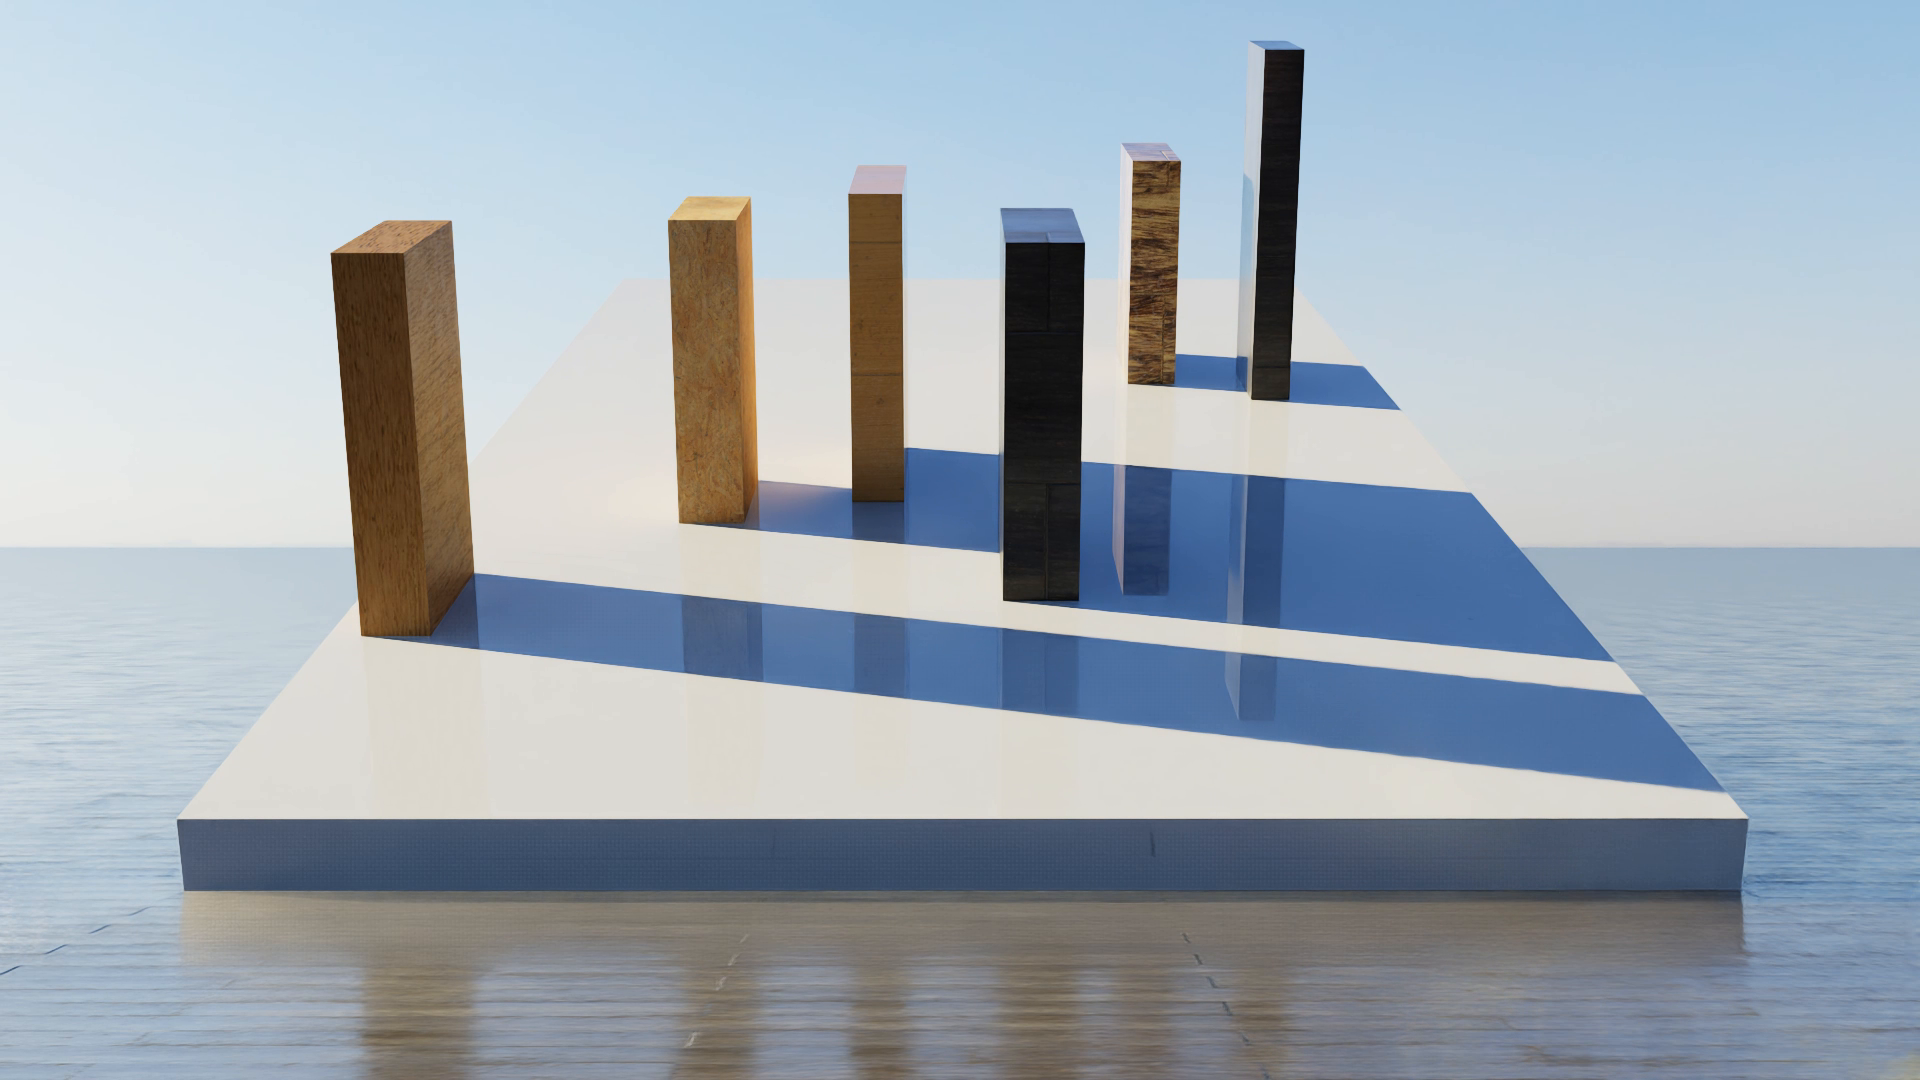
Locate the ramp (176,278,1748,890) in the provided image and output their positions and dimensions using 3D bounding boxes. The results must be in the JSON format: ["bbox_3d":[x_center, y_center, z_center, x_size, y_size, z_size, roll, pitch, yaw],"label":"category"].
[{"bbox_3d":[-0.002,-0.167,4.749,2.000,0.100,4.000,0,17,0],"label":"ramp"}]

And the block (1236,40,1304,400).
[{"bbox_3d":[0.714,-0.742,5.123,0.088,0.790,0.285,0,17,0],"label":"block"}]

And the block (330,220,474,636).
[{"bbox_3d":[-0.891,-0.187,3.571,0.110,0.608,0.336,0,17,0],"label":"block"}]

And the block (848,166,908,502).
[{"bbox_3d":[-0.158,-0.417,4.377,0.100,0.591,0.432,0,17,0],"label":"block"}]

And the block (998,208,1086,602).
[{"bbox_3d":[0.134,-0.240,3.772,0.126,0.596,0.389,0,17,0],"label":"block"}]

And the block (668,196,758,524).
[{"bbox_3d":[-0.462,-0.345,4.182,0.121,0.563,0.312,0,17,0],"label":"block"}]

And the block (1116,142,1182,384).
[{"bbox_3d":[0.453,-0.675,5.359,0.112,0.526,0.367,0,17,0],"label":"block"}]
